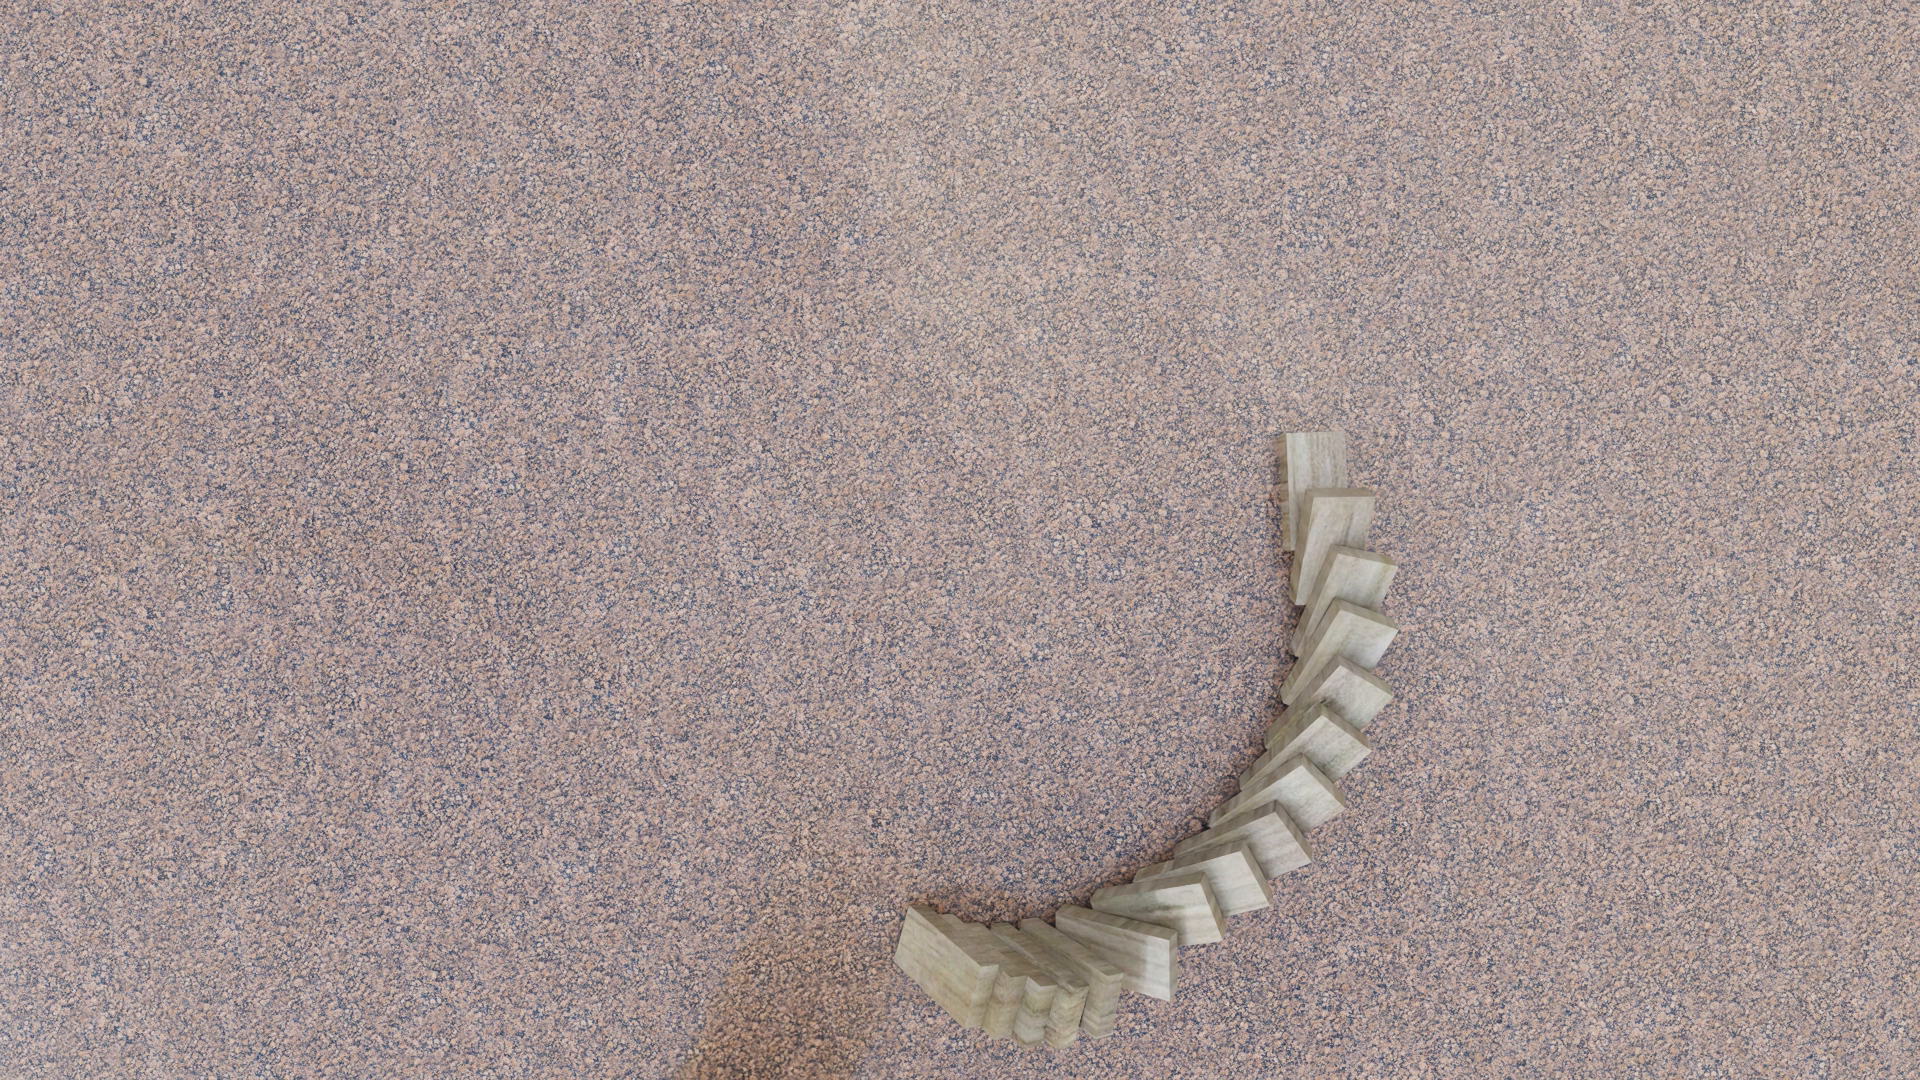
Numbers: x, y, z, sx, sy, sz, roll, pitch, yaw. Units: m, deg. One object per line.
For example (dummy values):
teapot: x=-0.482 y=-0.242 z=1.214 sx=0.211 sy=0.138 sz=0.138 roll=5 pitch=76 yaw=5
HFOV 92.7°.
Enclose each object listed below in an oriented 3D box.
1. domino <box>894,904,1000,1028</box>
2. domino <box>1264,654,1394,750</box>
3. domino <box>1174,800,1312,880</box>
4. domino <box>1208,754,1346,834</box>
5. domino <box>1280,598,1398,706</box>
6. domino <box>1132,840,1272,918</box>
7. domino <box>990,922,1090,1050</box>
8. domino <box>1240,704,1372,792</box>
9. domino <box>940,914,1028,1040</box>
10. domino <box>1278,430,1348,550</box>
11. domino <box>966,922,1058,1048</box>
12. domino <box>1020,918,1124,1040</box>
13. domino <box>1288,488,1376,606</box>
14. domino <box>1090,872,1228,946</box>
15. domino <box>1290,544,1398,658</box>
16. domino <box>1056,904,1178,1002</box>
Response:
domino: x=-0.007 y=0.174 z=0.378 sx=0.009 sy=0.050 sz=0.025 roll=15 pitch=90 yaw=-39
domino: x=0.153 y=0.074 z=0.384 sx=0.025 sy=0.010 sz=0.050 roll=31 pitch=117 yaw=0
domino: x=0.118 y=0.131 z=0.384 sx=0.050 sy=0.009 sz=0.025 roll=-36 pitch=90 yaw=28
domino: x=0.132 y=0.114 z=0.384 sx=0.025 sy=0.009 sz=0.050 roll=45 pitch=117 yaw=0
domino: x=0.158 y=0.051 z=0.384 sx=0.025 sy=0.009 sz=0.050 roll=19 pitch=118 yaw=0
domino: x=0.101 y=0.145 z=0.384 sx=0.050 sy=0.010 sz=0.025 roll=-28 pitch=90 yaw=28
domino: x=0.029 y=0.182 z=0.377 sx=0.009 sy=0.050 sz=0.025 roll=15 pitch=90 yaw=-39
domino: x=0.144 y=0.094 z=0.384 sx=0.025 sy=0.009 sz=0.050 roll=36 pitch=117 yaw=0
domino: x=0.005 y=0.178 z=0.378 sx=0.010 sy=0.050 sz=0.025 roll=15 pitch=90 yaw=-39
domino: x=0.153 y=-0.021 z=0.395 sx=0.025 sy=0.009 sz=0.050 roll=-2 pitch=90 yaw=0
domino: x=0.017 y=0.182 z=0.378 sx=0.010 sy=0.050 sz=0.025 roll=15 pitch=90 yaw=-39
domino: x=0.043 y=0.179 z=0.378 sx=0.010 sy=0.050 sz=0.025 roll=11 pitch=90 yaw=-39
domino: x=0.155 y=0.003 z=0.385 sx=0.025 sy=0.010 sz=0.050 roll=-1 pitch=116 yaw=0
domino: x=0.083 y=0.157 z=0.384 sx=0.050 sy=0.009 sz=0.025 roll=-22 pitch=90 yaw=28
domino: x=0.161 y=0.028 z=0.385 sx=0.025 sy=0.010 sz=0.050 roll=12 pitch=115 yaw=0
domino: x=0.065 y=0.171 z=0.382 sx=0.050 sy=0.010 sz=0.025 roll=1 pitch=94 yaw=32
